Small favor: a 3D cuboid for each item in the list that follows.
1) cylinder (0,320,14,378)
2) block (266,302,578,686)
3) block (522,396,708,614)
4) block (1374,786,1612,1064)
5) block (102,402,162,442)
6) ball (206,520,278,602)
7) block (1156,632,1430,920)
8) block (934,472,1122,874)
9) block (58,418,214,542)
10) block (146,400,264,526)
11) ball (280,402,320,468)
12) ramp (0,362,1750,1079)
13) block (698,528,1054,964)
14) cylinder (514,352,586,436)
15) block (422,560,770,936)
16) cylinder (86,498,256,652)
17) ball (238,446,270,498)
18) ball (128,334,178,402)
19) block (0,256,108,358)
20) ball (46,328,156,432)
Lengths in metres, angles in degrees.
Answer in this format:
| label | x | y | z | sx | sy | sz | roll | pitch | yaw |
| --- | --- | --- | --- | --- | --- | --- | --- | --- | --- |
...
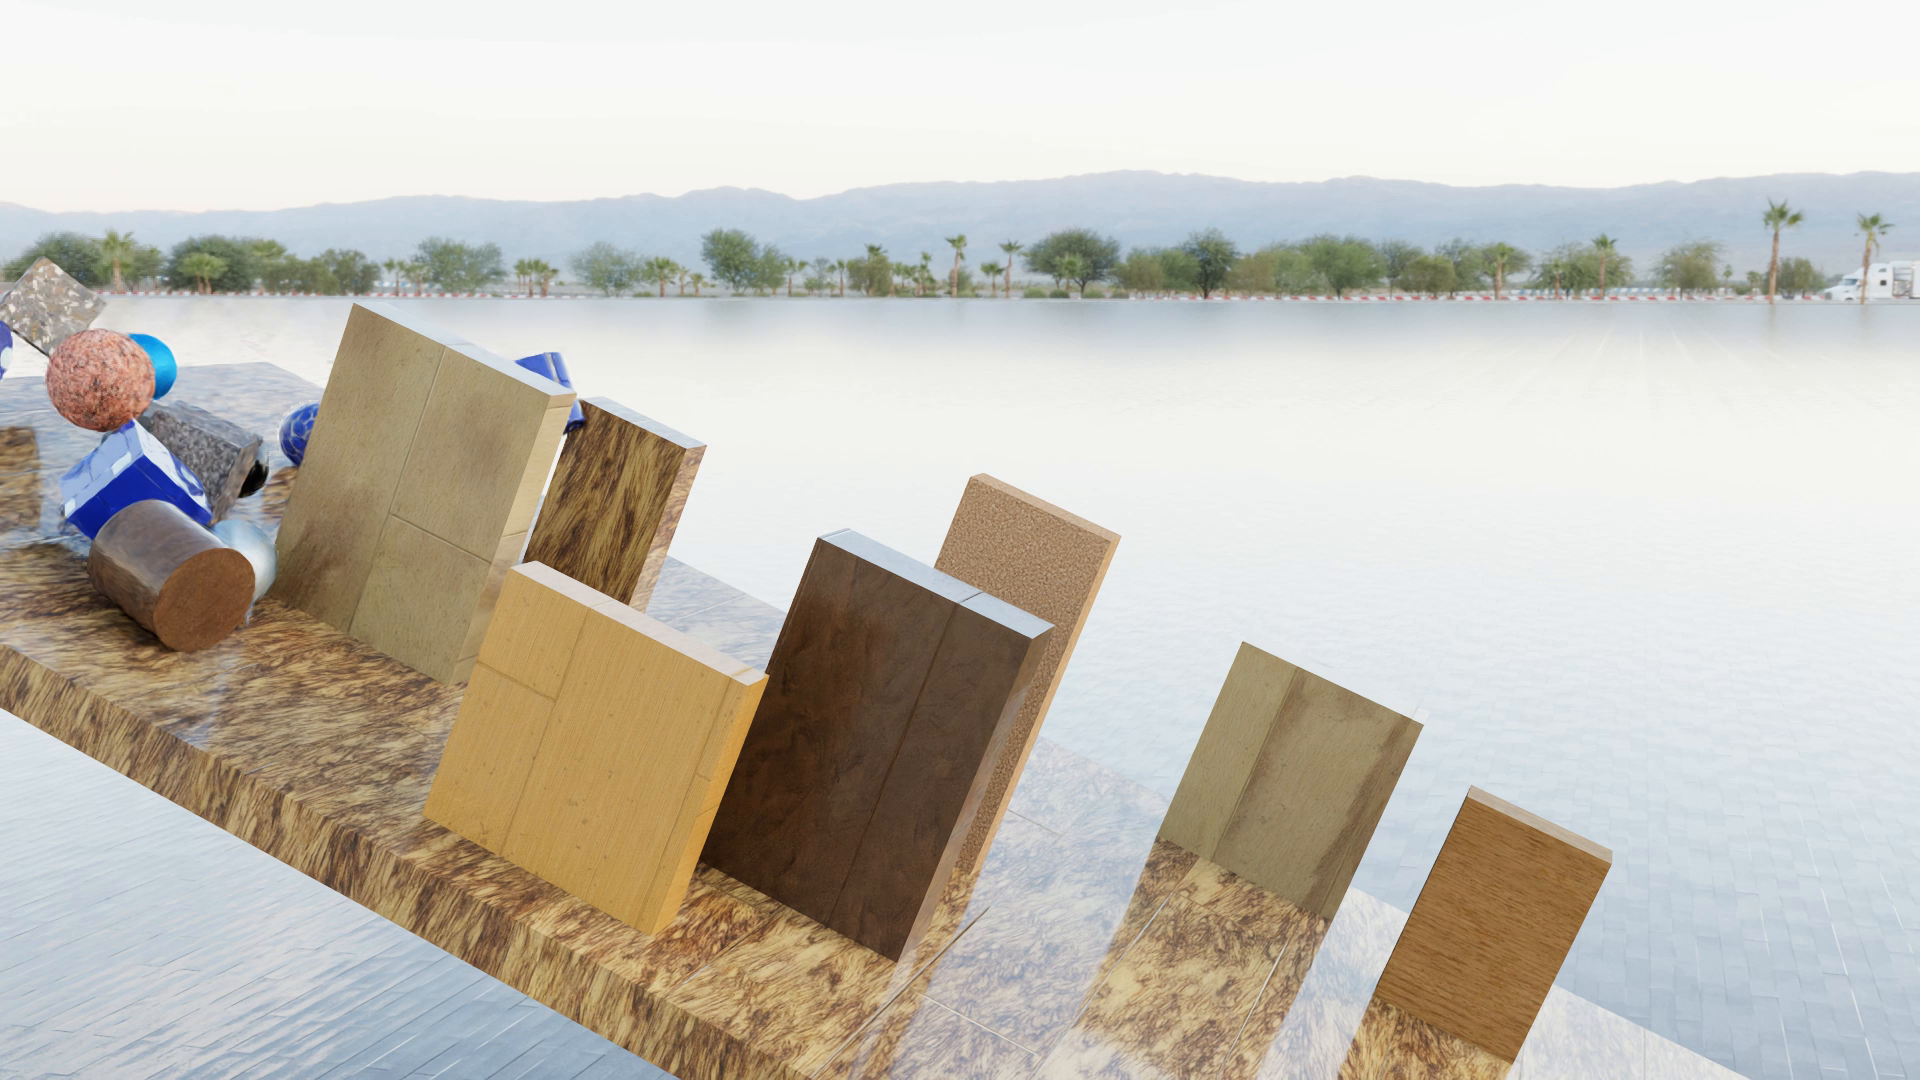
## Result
| label | x | y | z | sx | sy | sz | roll | pitch | yaw |
| --- | --- | --- | --- | --- | --- | --- | --- | --- | --- |
| cylinder | -2.052 | -0.411 | 4.413 | 0.204 | 0.204 | 0.204 | 34 | 22 | 23 |
| block | -0.998 | -0.087 | 4.034 | 0.424 | 0.576 | 0.102 | 25 | 13 | 13 |
| block | -0.737 | -0.050 | 4.629 | 0.258 | 0.435 | 0.106 | 25 | 13 | 13 |
| block | 1.035 | 0.747 | 4.280 | 0.292 | 0.445 | 0.102 | 25 | 13 | 13 |
| block | -1.657 | -0.211 | 4.451 | 0.117 | 0.117 | 0.117 | 25 | 10 | -26 |
| ball | -1.307 | 0.041 | 3.950 | 0.155 | 0.155 | 0.155 | 0 | 7 | 0 |
| block | 0.711 | 0.500 | 4.701 | 0.411 | 0.468 | 0.140 | 25 | 13 | 13 |
| block | 0.032 | 0.250 | 4.102 | 0.287 | 0.689 | 0.088 | 25 | 13 | 13 |
| block | -1.476 | -0.074 | 3.939 | 0.173 | 0.173 | 0.173 | -41 | 36 | -3 |
| block | -1.497 | -0.149 | 4.292 | 0.174 | 0.174 | 0.174 | 26 | 7 | -7 |
| ball | -1.425 | -0.227 | 4.860 | 0.151 | 0.151 | 0.151 | 0 | 7 | 0 |
| ramp | -0.301 | 0.530 | 4.191 | 4.000 | 0.100 | 2.000 | 25 | 13 | 13 |
| block | -0.147 | 0.337 | 3.660 | 0.392 | 0.597 | 0.141 | 25 | 13 | 13 |
| cylinder | -0.860 | -0.288 | 4.493 | 0.149 | 0.149 | 0.149 | -19 | -4 | -1 |
| block | -0.569 | 0.320 | 3.408 | 0.424 | 0.432 | 0.087 | 25 | 13 | 13 |
| cylinder | -1.339 | 0.059 | 3.735 | 0.195 | 0.195 | 0.195 | 29 | 22 | 30 |
| ball | -1.480 | -0.149 | 4.500 | 0.130 | 0.130 | 0.130 | 0 | 7 | 0 |
| ball | -1.688 | -0.353 | 4.527 | 0.144 | 0.144 | 0.144 | 0 | 7 | 0 |
| block | -1.892 | -0.479 | 4.563 | 0.154 | 0.154 | 0.154 | 41 | -13 | -24 |
| ball | -1.625 | -0.303 | 4.162 | 0.195 | 0.195 | 0.195 | 0 | 7 | 0 |
